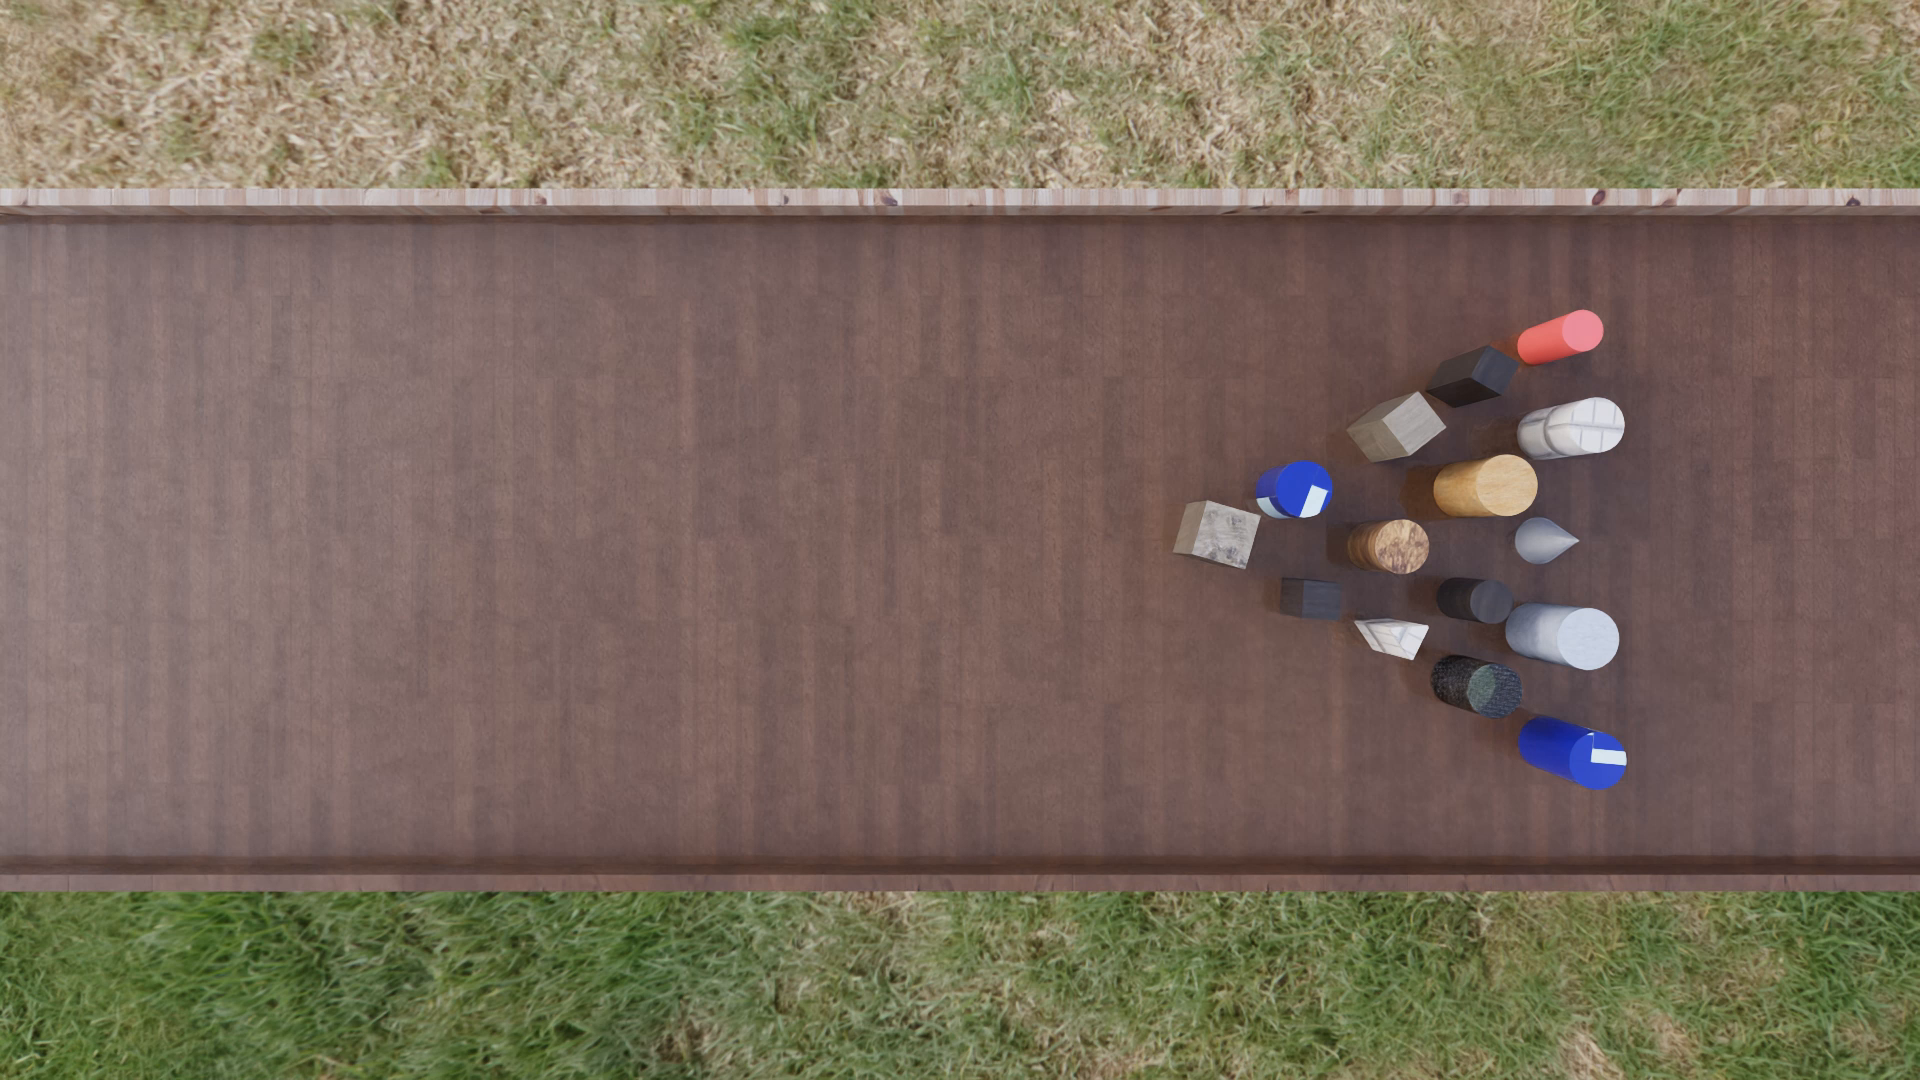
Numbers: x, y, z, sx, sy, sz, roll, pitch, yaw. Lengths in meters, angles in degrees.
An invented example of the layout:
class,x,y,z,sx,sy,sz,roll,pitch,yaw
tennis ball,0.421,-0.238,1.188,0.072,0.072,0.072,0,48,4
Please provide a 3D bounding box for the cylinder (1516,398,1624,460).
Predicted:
class,x,y,z,sx,sy,sz,roll,pitch,yaw
cylinder,1.791,-0.324,4.857,0.156,0.440,0.156,0,90,0

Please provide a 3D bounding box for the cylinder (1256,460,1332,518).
class,x,y,z,sx,sy,sz,roll,pitch,yaw
cylinder,0.990,-0.147,4.909,0.163,0.335,0.163,0,90,0

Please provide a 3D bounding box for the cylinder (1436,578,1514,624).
class,x,y,z,sx,sy,sz,roll,pitch,yaw
cylinder,1.529,0.178,4.910,0.127,0.334,0.127,0,90,0

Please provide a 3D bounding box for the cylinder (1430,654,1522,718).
class,x,y,z,sx,sy,sz,roll,pitch,yaw
cylinder,1.528,0.431,4.892,0.158,0.368,0.158,0,90,0

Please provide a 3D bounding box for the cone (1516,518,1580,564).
class,x,y,z,sx,sy,sz,roll,pitch,yaw
cone,1.781,0.002,4.908,0.145,0.337,0.145,0,90,0

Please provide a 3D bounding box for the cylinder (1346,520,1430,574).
class,x,y,z,sx,sy,sz,roll,pitch,yaw
cylinder,1.268,0.019,4.903,0.156,0.347,0.156,0,90,0

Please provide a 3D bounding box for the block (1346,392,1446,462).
class,x,y,z,sx,sy,sz,roll,pitch,yaw
block,1.277,-0.328,4.857,0.129,0.439,0.129,-38,90,0

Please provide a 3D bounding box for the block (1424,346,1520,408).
class,x,y,z,sx,sy,sz,roll,pitch,yaw
block,1.502,-0.477,4.853,0.104,0.446,0.104,30,90,0

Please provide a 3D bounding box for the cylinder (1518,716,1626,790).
class,x,y,z,sx,sy,sz,roll,pitch,yaw
cylinder,1.799,0.623,4.864,0.162,0.425,0.162,0,90,0

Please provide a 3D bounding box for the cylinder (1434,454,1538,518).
class,x,y,z,sx,sy,sz,roll,pitch,yaw
cylinder,1.544,-0.155,4.866,0.174,0.420,0.174,0,90,0

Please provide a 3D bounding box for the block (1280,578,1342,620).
class,x,y,z,sx,sy,sz,roll,pitch,yaw
block,1.041,0.174,4.912,0.110,0.329,0.110,4,90,0

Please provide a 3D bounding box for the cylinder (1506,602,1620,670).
class,x,y,z,sx,sy,sz,roll,pitch,yaw
cylinder,1.764,0.278,4.854,0.174,0.445,0.174,0,90,0

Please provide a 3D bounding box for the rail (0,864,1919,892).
class,x,y,z,sx,sy,sz,roll,pitch,yaw
rail,-2.247,1.025,5.001,12.000,0.150,0.050,0,90,0

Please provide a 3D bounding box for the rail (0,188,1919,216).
class,x,y,z,sx,sy,sz,roll,pitch,yaw
rail,-2.247,-1.025,5.002,12.000,0.150,0.050,0,90,0

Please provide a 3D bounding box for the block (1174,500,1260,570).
class,x,y,z,sx,sy,sz,roll,pitch,yaw
block,0.752,-0.015,4.865,0.157,0.422,0.157,16,90,0

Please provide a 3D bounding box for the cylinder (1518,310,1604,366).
class,x,y,z,sx,sy,sz,roll,pitch,yaw
cylinder,1.774,-0.597,4.888,0.118,0.377,0.118,0,90,0

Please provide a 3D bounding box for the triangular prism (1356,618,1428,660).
class,x,y,z,sx,sy,sz,roll,pitch,yaw
triangular prism,1.283,0.269,4.863,0.092,0.427,0.106,-34,90,0
